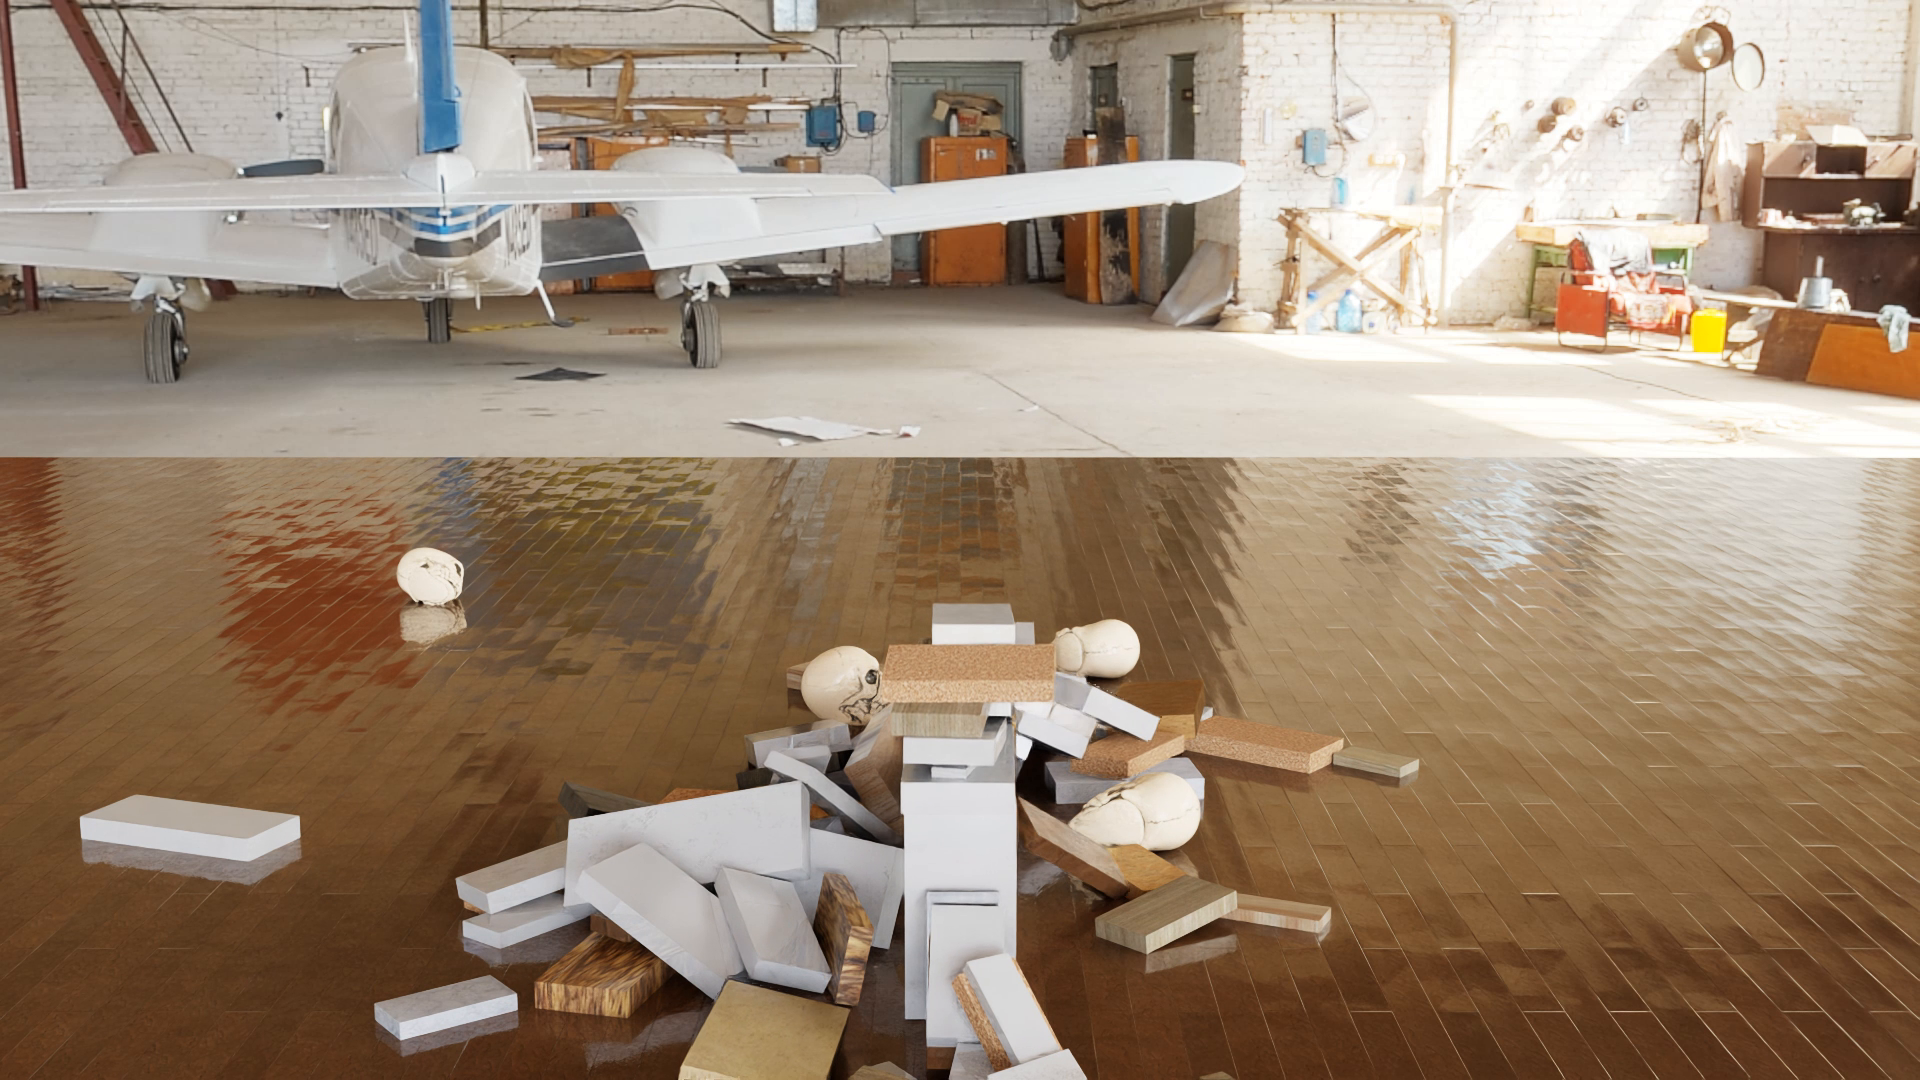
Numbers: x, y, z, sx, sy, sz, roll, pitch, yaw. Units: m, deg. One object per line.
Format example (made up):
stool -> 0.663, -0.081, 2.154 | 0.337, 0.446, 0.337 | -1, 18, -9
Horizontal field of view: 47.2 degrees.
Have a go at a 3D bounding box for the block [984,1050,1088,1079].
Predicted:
block -> 0.100, 0.696, 2.800 | 0.129, 0.018, 0.064 | -9, 49, -33

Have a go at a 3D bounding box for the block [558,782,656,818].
block -> -0.562, 0.488, 3.829 | 0.253, 0.036, 0.126 | 20, 5, -32

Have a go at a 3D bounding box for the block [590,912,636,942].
block -> -0.468, 0.583, 3.385 | 0.179, 0.025, 0.090 | -3, 6, -44

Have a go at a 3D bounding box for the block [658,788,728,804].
block -> -0.461, 0.492, 3.997 | 0.199, 0.028, 0.099 | -1, 24, 30

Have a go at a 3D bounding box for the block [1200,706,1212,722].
block -> 0.483, 0.384, 4.720 | 0.075, 0.021, 0.150 | 5, 11, 24

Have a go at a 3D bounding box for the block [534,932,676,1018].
block -> -0.509, 0.637, 3.305 | 0.144, 0.041, 0.288 | 3, 11, 15

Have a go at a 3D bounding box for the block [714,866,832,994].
block -> -0.284, 0.586, 3.314 | 0.121, 0.034, 0.242 | 18, 18, -27

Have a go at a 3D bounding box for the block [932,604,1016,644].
block -> 0.019, 0.127, 3.285 | 0.119, 0.034, 0.238 | 0, 6, -1

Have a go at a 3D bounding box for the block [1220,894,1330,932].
block -> 0.501, 0.601, 3.556 | 0.183, 0.020, 0.070 | 5, 12, 24

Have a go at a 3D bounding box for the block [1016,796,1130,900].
block -> 0.177, 0.508, 3.622 | 0.216, 0.031, 0.108 | 33, 13, -30

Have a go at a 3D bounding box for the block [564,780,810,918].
block -> -0.436, 0.494, 3.514 | 0.396, 0.155, 0.044 | -11, -36, 10

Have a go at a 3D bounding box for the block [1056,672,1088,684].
block -> 0.112, 0.282, 4.709 | 0.285, 0.040, 0.143 | 13, -2, -23

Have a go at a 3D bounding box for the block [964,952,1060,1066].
block -> 0.089, 0.655, 2.870 | 0.064, 0.018, 0.261 | -6, 47, -30

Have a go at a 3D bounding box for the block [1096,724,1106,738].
block -> 0.366, 0.402, 4.622 | 0.150, 0.021, 0.075 | 3, 11, 16

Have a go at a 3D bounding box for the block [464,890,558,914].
block -> -0.740, 0.587, 3.629 | 0.070, 0.020, 0.140 | 9, 14, 41

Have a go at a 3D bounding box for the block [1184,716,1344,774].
block -> 0.615, 0.416, 4.494 | 0.299, 0.040, 0.143 | 8, 13, 36

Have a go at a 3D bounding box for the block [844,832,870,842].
block -> -0.195, 0.545, 3.679 | 0.155, 0.044, 0.310 | -5, 4, -28

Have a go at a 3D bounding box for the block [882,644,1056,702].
block -> 0.014, 0.188, 3.106 | 0.238, 0.034, 0.119 | 0, 22, 4

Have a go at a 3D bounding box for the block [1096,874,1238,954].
block -> 0.329, 0.594, 3.504 | 0.216, 0.031, 0.108 | -17, 19, -40

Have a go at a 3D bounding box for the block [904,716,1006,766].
block -> -0.005, 0.284, 3.148 | 0.125, 0.035, 0.250 | 1, 3, 5

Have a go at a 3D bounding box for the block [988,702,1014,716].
block -> 0.017, 0.245, 3.308 | 0.125, 0.035, 0.257 | 1, -4, 3

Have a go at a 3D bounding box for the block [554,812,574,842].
block -> -0.638, 0.528, 3.837 | 0.122, 0.034, 0.318 | -14, 12, -10

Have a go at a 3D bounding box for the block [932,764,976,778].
block -> -0.004, 0.317, 3.112 | 0.049, 0.014, 0.097 | 2, 10, 14

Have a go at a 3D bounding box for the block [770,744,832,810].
block -> -0.293, 0.451, 3.748 | 0.081, 0.293, 0.023 | -5, 50, -25

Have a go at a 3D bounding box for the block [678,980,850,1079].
block -> -0.254, 0.675, 2.894 | 0.175, 0.050, 0.351 | 13, 6, 2

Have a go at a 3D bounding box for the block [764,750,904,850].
block -> -0.193, 0.454, 3.693 | 0.099, 0.028, 0.368 | 18, -19, 38

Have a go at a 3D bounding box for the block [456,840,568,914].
block -> -0.688, 0.545, 3.610 | 0.243, 0.034, 0.122 | -16, 14, -34

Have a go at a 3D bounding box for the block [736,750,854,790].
block -> -0.289, 0.423, 4.064 | 0.225, 0.032, 0.113 | -15, -7, 27

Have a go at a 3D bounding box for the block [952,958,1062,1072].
block -> 0.072, 0.652, 2.922 | 0.093, 0.026, 0.185 | -10, 58, -33

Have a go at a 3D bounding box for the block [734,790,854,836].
block -> -0.316, 0.510, 4.003 | 0.126, 0.036, 0.322 | -9, 14, -39

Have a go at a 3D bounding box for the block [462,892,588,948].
block -> -0.694, 0.606, 3.515 | 0.090, 0.025, 0.179 | 8, 13, 38

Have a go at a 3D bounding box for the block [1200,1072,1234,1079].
block -> 0.375, 0.733, 2.566 | 0.034, 0.121, 0.288 | -6, 12, -28

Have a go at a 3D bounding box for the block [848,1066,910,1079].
block -> -0.106, 0.718, 2.883 | 0.097, 0.014, 0.049 | 4, 28, 43

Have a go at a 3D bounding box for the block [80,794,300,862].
block -> -1.384, 0.516, 3.955 | 0.365, 0.041, 0.144 | 4, 11, 20
